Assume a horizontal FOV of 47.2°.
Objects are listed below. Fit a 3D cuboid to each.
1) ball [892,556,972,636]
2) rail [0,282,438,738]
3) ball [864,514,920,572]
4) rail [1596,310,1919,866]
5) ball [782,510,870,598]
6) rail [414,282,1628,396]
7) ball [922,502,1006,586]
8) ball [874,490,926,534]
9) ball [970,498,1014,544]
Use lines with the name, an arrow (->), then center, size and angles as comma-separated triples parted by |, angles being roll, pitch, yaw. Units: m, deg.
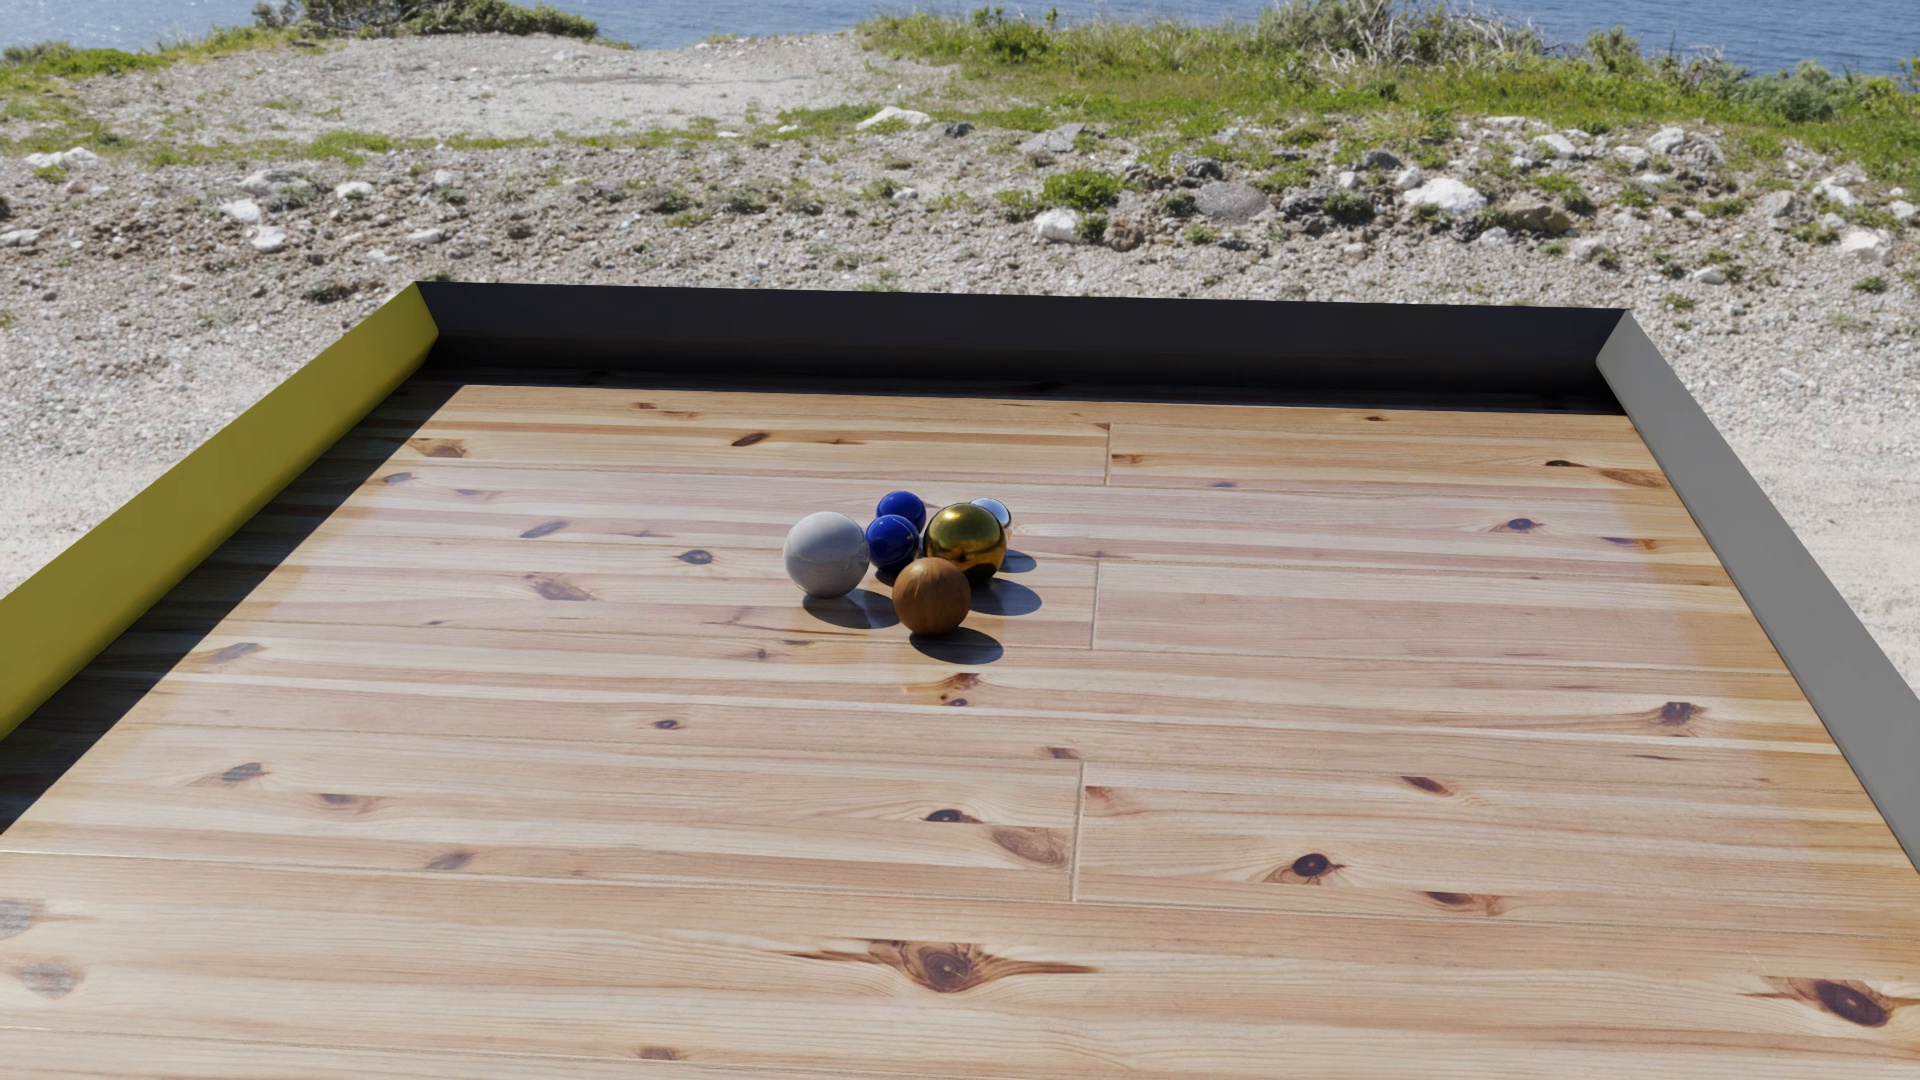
ball -> -0.029, 0.058, 2.253 | 0.082, 0.082, 0.082 | 0, 21, 0
rail -> -0.886, 0.212, 1.790 | 0.045, 0.123, 2.933 | 2, 21, 5
ball -> -0.075, 0.004, 2.419 | 0.064, 0.064, 0.064 | 0, 21, 0
rail -> 0.755, 0.264, 1.652 | 0.045, 0.123, 2.933 | 2, 21, 5
ball -> -0.142, 0.016, 2.346 | 0.094, 0.094, 0.094 | 0, 21, 0
rail -> 0.063, -0.276, 3.063 | 1.695, 0.123, 0.045 | 2, 21, 5
ball -> 0.005, 0.005, 2.377 | 0.091, 0.091, 0.091 | 0, 21, 0
ball -> -0.067, -0.027, 2.505 | 0.059, 0.059, 0.059 | 0, 21, 0
ball -> 0.028, -0.016, 2.469 | 0.064, 0.064, 0.064 | 0, 21, 0
